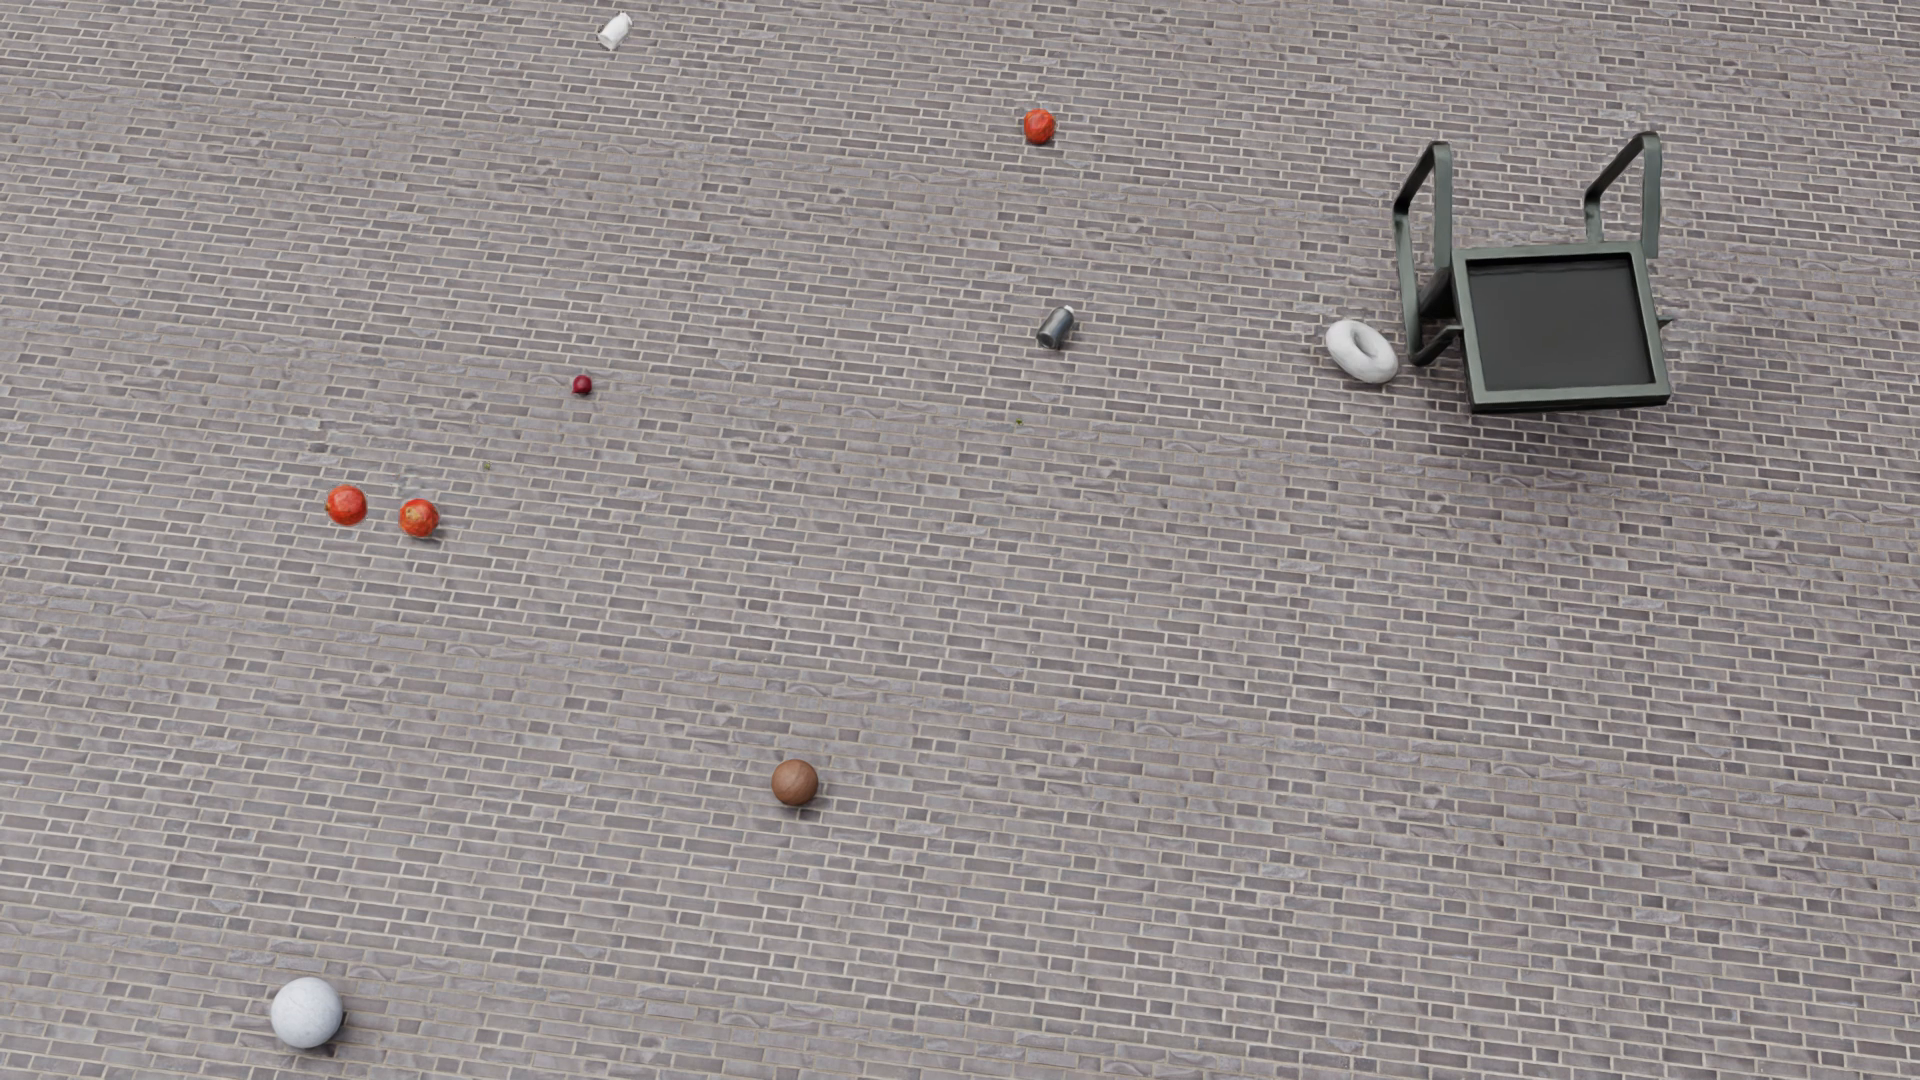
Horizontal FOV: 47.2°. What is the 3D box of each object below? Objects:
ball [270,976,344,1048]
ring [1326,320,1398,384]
[{"bbox_3d":[-1.679,1.214,5.651,0.179,0.179,0.179,0,56,0],"label":"ball"},{"bbox_3d":[1.257,-0.589,6.877,0.255,0.093,0.175,35,52,-5],"label":"ring"}]
